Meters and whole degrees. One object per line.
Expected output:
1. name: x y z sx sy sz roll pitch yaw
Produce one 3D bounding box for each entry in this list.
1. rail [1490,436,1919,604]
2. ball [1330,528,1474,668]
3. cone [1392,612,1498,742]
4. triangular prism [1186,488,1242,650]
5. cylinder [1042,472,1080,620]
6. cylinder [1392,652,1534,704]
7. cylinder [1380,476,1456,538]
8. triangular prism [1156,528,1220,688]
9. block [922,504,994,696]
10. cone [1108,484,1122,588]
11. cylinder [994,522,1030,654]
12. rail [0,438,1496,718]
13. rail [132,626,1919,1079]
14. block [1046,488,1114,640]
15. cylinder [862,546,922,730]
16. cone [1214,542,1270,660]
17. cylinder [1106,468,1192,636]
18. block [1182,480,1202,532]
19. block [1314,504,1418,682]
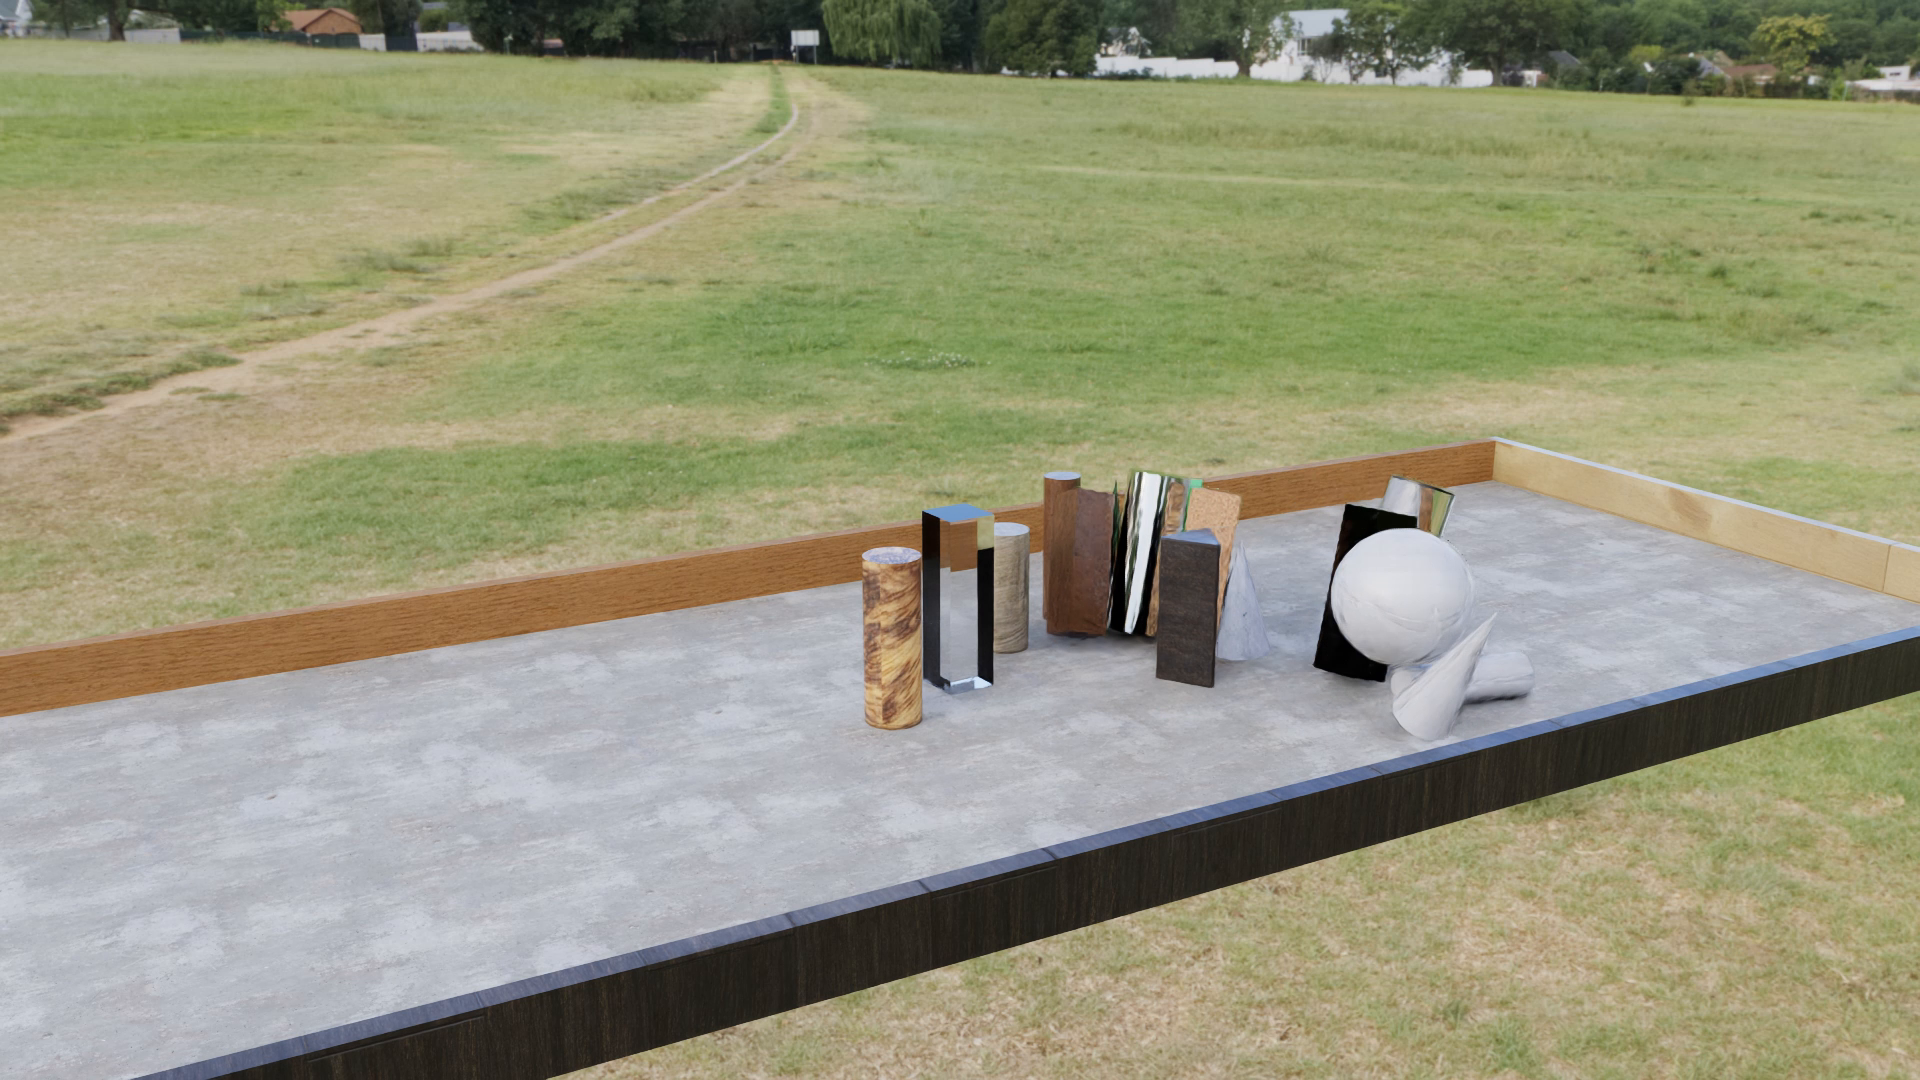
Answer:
1. rail: 2.466 -0.048 5.253 0.050 0.150 2.100 -9 18 -27
2. ball: 1.038 0.135 3.874 0.327 0.327 0.327 0 16 0
3. cone: 1.121 0.281 3.705 0.147 0.370 0.147 11 43 -11
4. triangular prism: 0.628 0.075 4.347 0.132 0.416 0.114 8 6 -7
5. cylinder: 0.281 0.019 4.569 0.101 0.404 0.101 0 15 0
6. cylinder: 1.217 0.342 3.998 0.325 0.108 0.108 -5 17 -17
7. cylinder: 1.129 0.070 4.276 0.171 0.443 0.171 18 4 -1
8. triangular prism: 0.592 0.164 4.140 0.151 0.371 0.131 9 18 27
9. block: -0.005 0.145 4.075 0.127 0.443 0.127 -10 19 -32
10. cone: 0.456 -0.024 4.874 0.113 0.317 0.113 0 16 0
11. cylinder: 0.117 0.127 4.350 0.130 0.324 0.130 0 16 0
12. rail: -3.305 0.497 3.399 12.000 0.150 0.050 -9 18 -27
13. rail: -2.336 1.006 1.665 12.000 0.150 0.050 -9 18 -27
14. block: 0.323 0.065 4.404 0.114 0.381 0.114 10 -12 -25
15. cylinder: -0.157 0.230 3.854 0.137 0.405 0.137 0 16 0
16. cone: 0.734 0.144 4.327 0.171 0.301 0.171 -1 17 0
17. cylinder: 0.505 0.033 4.439 0.168 0.427 0.168 8 6 -1
18. block: 0.582 0.020 4.613 0.171 0.363 0.171 3 10 9
19. block: 1.010 0.131 4.113 0.126 0.417 0.126 10 3 -27
